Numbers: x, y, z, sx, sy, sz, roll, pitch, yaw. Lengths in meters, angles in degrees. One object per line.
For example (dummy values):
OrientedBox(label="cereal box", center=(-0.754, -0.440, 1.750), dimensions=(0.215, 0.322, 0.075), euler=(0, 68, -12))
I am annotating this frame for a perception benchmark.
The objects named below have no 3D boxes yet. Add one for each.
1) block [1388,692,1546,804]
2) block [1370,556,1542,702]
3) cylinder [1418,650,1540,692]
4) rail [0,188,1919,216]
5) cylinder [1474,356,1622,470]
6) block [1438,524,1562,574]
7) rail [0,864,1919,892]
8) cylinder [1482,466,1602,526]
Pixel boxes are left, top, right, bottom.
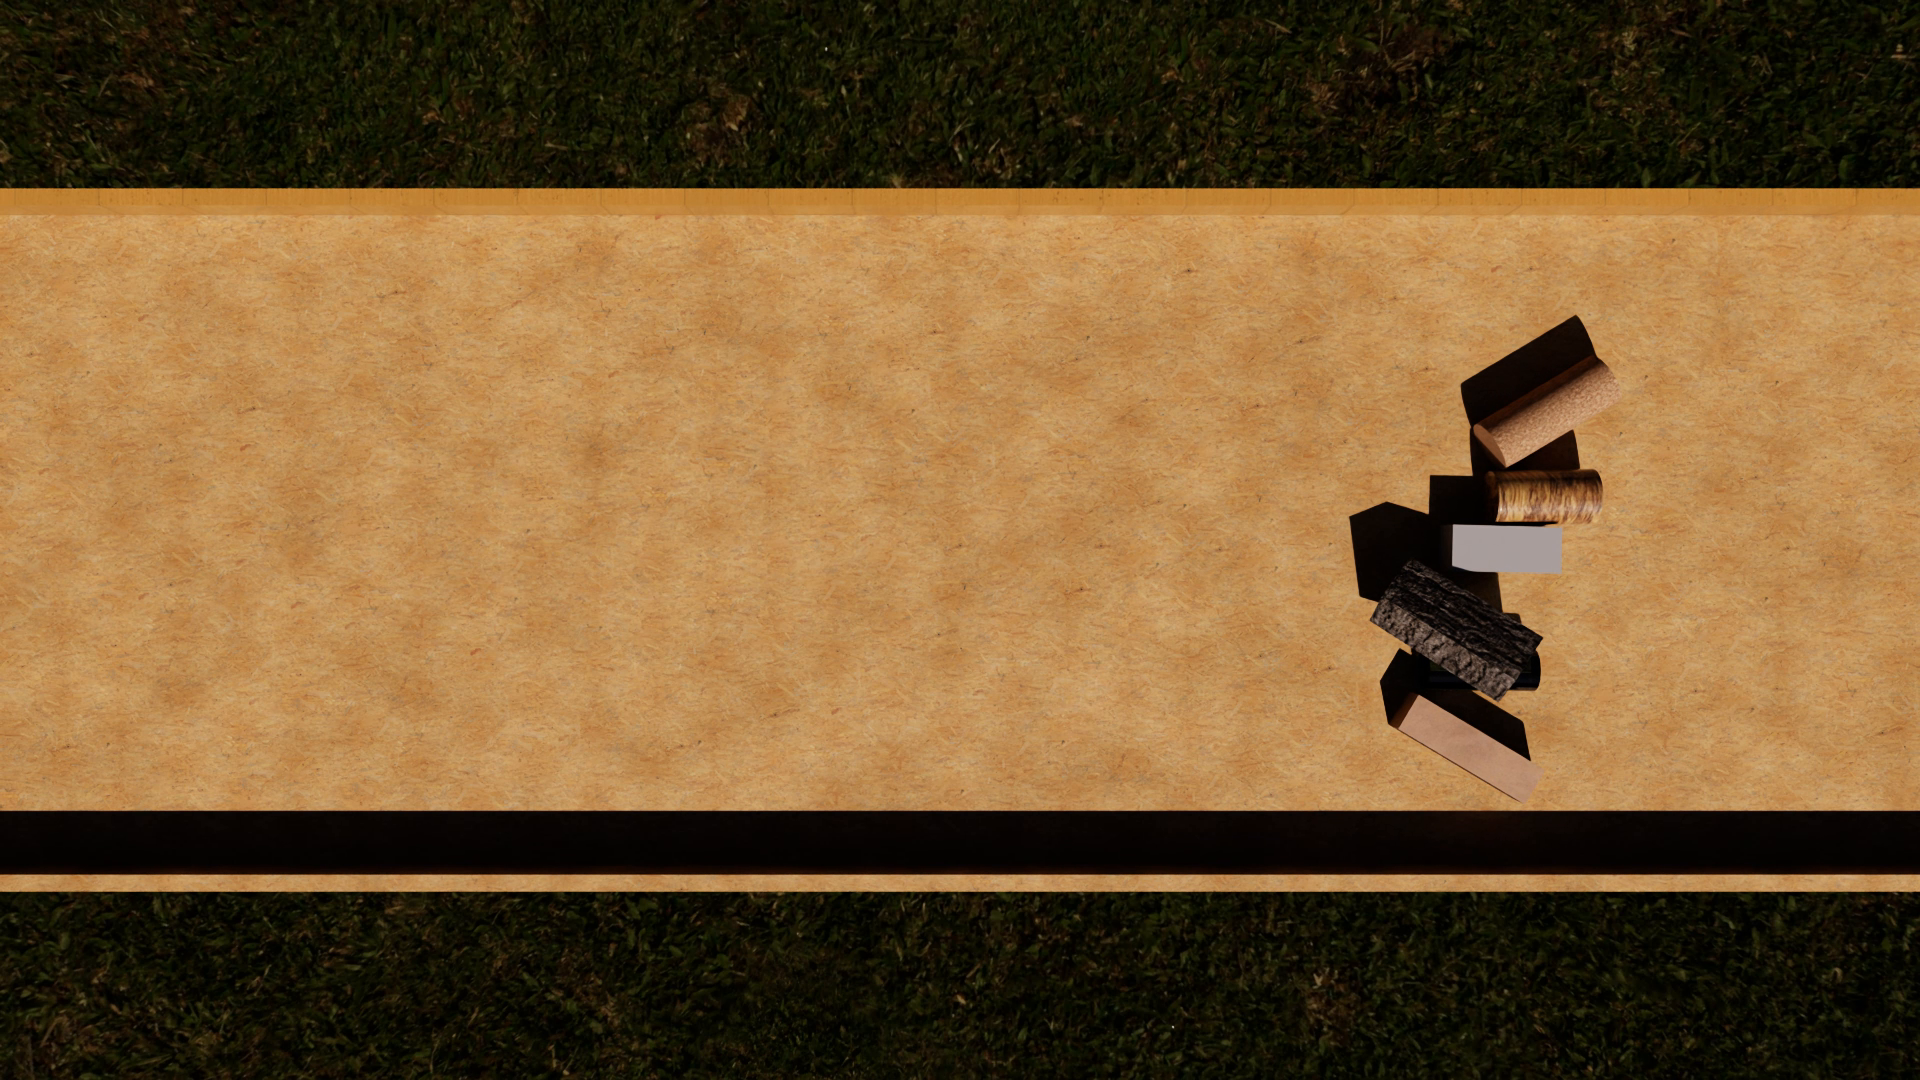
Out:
OrientedBox(label="block", center=(1.539, 0.630, 5.017), dimensions=(0.444, 0.120, 0.120), euler=(31, 90, 0))
OrientedBox(label="block", center=(1.472, 0.265, 4.908), dimensions=(0.443, 0.169, 0.169), euler=(34, 67, 16))
OrientedBox(label="cylinder", center=(1.576, 0.392, 5.011), dimensions=(0.332, 0.131, 0.131), euler=(1, 90, 0))
OrientedBox(label="rail", center=(-2.247, -1.025, 5.002), dimensions=(12.000, 0.150, 0.050), euler=(0, 90, 0))
OrientedBox(label="cylinder", center=(1.778, -0.385, 4.995), dimensions=(0.405, 0.162, 0.162), euler=(-31, 90, 0))
OrientedBox(label="block", center=(1.638, 0.027, 5.007), dimensions=(0.327, 0.139, 0.139), euler=(1, 90, 0))
OrientedBox(label="rail", center=(-2.247, 1.025, 5.001), dimensions=(12.000, 0.150, 0.050), euler=(0, 90, 0))
OrientedBox(label="cylinder", center=(1.760, -0.129, 4.993), dimensions=(0.311, 0.167, 0.167), euler=(-4, 90, 6))
